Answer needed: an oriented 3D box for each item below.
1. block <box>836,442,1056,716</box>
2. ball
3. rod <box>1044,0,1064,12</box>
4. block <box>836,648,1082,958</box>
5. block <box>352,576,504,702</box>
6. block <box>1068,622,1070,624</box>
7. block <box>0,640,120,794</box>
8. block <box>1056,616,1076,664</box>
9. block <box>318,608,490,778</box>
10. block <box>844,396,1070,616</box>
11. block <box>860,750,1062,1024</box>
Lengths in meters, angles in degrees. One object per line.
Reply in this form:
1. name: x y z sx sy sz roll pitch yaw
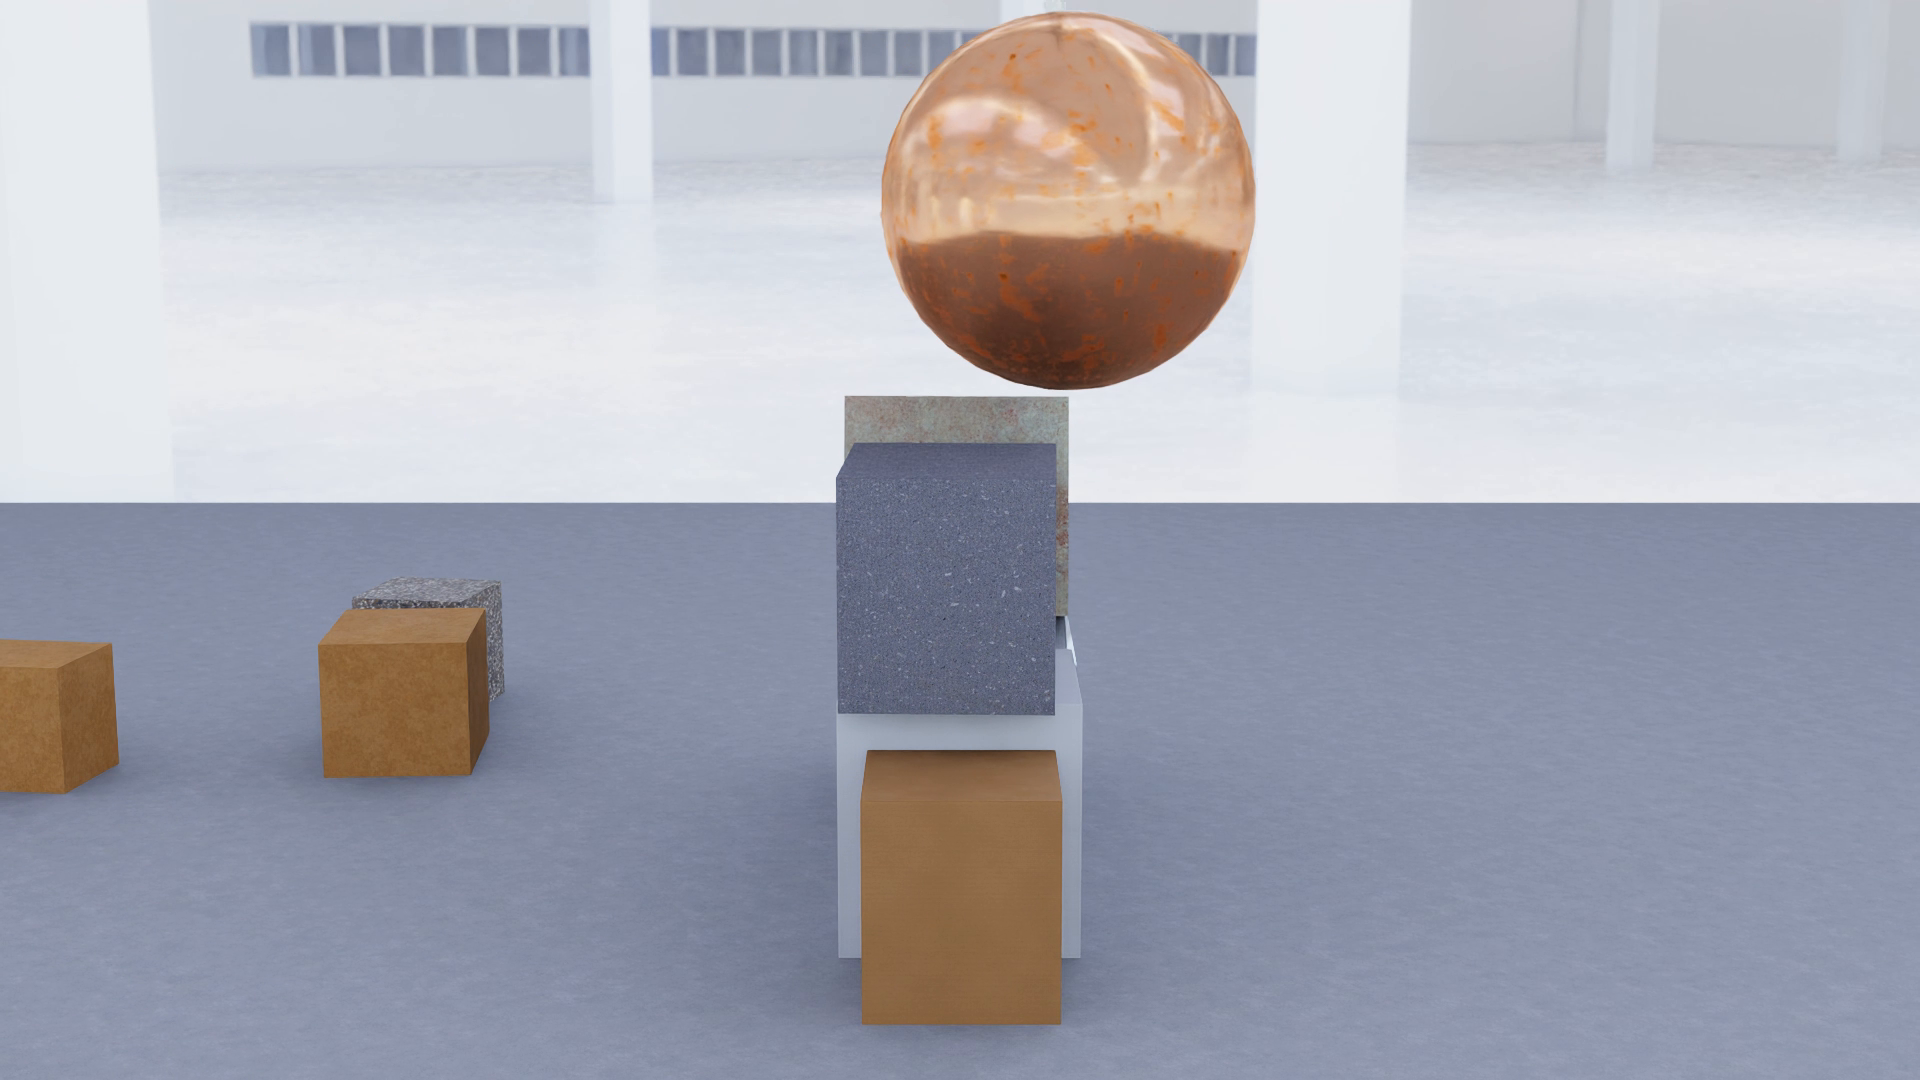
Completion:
1. block: -0.037 0.136 10.359 0.845 0.929 0.955 0 10 2
2. ball: 0.459 -1.436 10.919 1.600 1.600 1.600 0 10 0
3. rod: 0.199 -4.772 10.313 0.080 5.200 0.080 -4 10 1
4. block: -0.002 1.077 10.714 0.973 1.049 0.996 0 10 0
5. block: -2.985 0.598 14.443 0.631 0.656 0.624 2 10 10
6. block: 0.004 0.791 12.735 1.047 0.887 0.997 0 10 0
7. block: -4.686 0.882 12.938 0.622 0.636 0.577 1 10 8
8. block: 0.017 0.929 11.724 0.982 0.977 1.020 0 10 0
9. block: -2.876 0.781 13.345 0.734 0.689 0.859 -1 10 -4
10. block: -0.014 -0.145 12.138 1.024 1.001 0.916 0 -1 0
11. block: 0.005 1.322 9.875 0.744 0.866 0.723 0 10 0
